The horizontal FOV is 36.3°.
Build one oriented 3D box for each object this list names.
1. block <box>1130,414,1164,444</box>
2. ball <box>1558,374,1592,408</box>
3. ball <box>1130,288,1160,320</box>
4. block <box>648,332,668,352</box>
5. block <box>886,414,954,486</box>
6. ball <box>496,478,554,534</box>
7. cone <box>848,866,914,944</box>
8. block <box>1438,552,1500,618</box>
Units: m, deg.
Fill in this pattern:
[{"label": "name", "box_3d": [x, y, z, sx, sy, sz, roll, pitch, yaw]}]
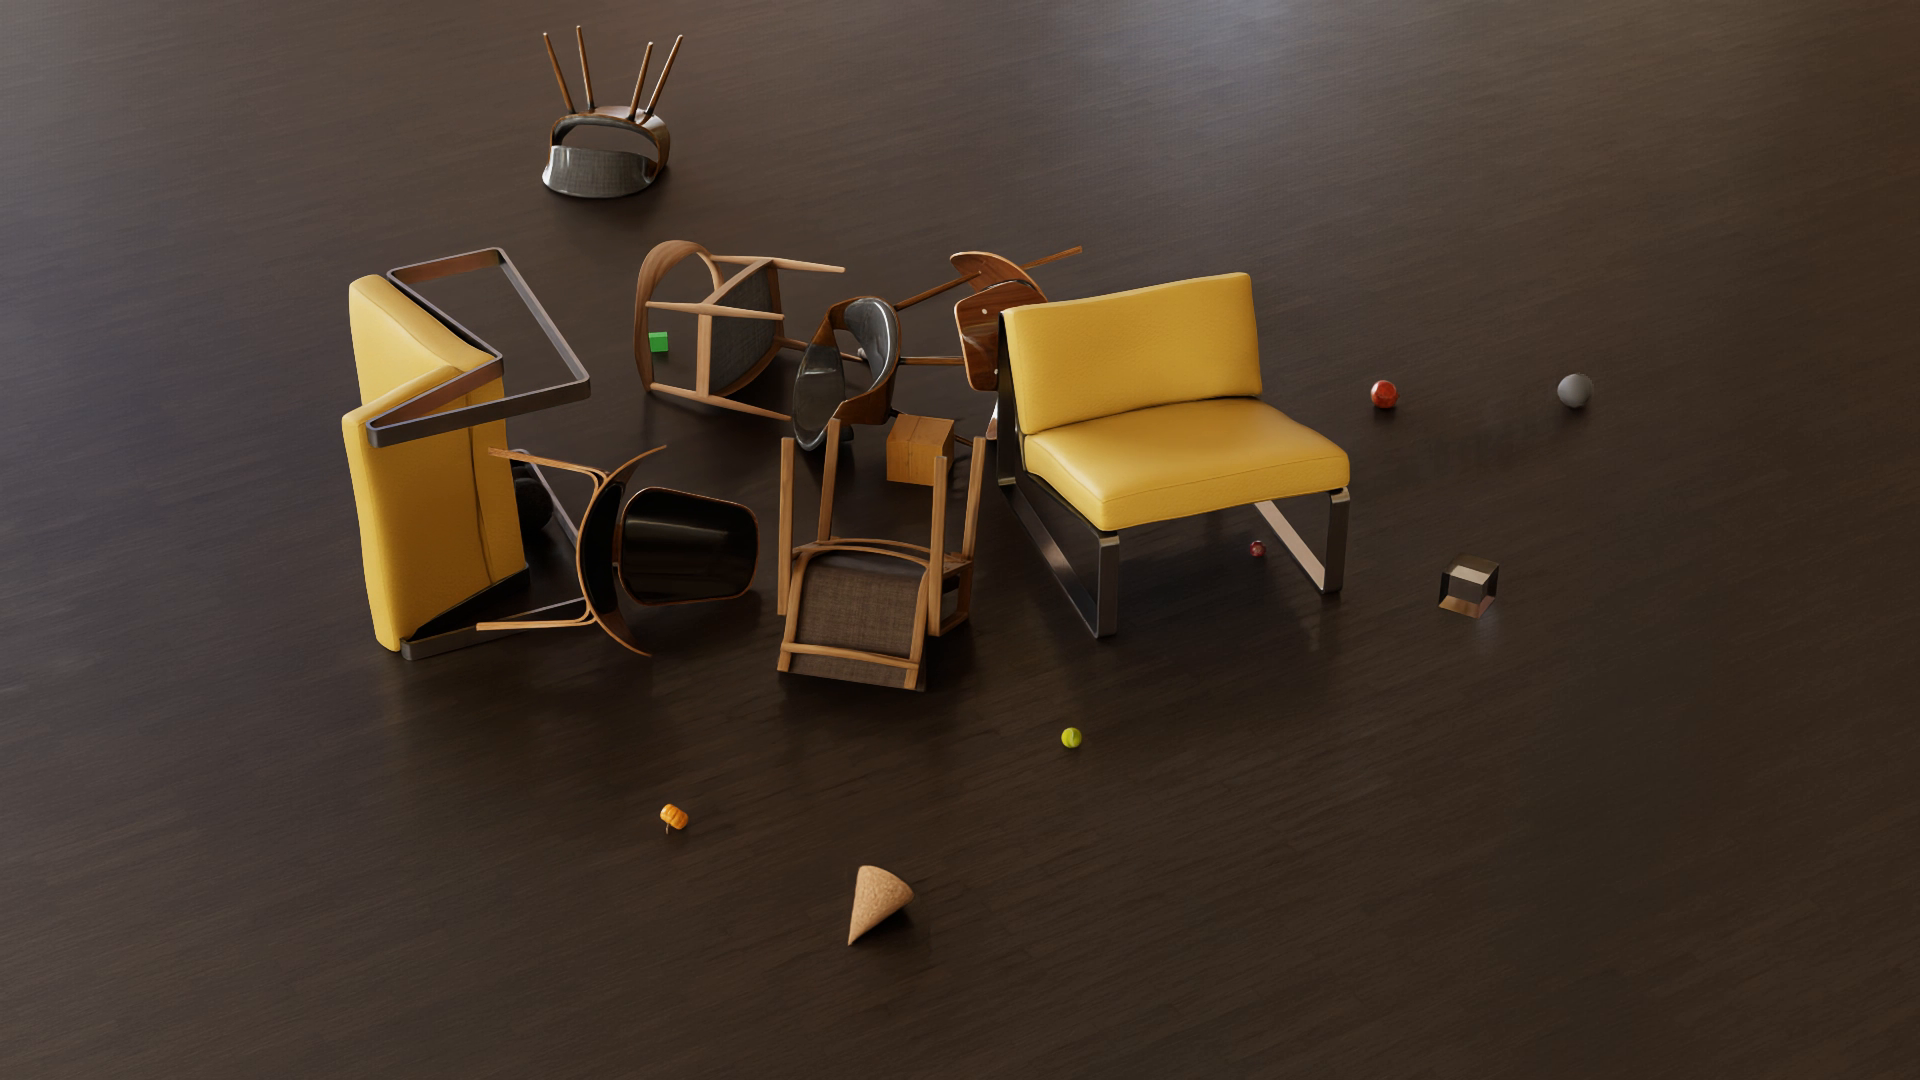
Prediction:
[{"label": "block", "box_3d": [0.736, -0.439, 11.561, 0.107, 0.055, 0.121, -6, 34, -9]}, {"label": "ball", "box_3d": [2.459, -0.597, 11.731, 0.131, 0.131, 0.131, 0, 33, 0]}, {"label": "ball", "box_3d": [0.779, -0.993, 12.335, 0.128, 0.128, 0.128, 0, 33, 0]}, {"label": "block", "box_3d": [-1.248, -0.819, 12.125, 0.077, 0.068, 0.039, -4, 34, -6]}, {"label": "block", "box_3d": [-0.152, -0.346, 11.306, 0.219, 0.180, 0.204, 7, 34, 11]}, {"label": "ball", "box_3d": [-1.624, -0.125, 10.944, 0.209, 0.209, 0.209, 0, 33, 0]}, {"label": "cone", "box_3d": [-0.288, 1.162, 9.097, 0.223, 0.185, 0.236, -8, 42, 54]}, {"label": "block", "box_3d": [1.833, 0.162, 10.563, 0.155, 0.149, 0.158, 18, 38, 26]}]
